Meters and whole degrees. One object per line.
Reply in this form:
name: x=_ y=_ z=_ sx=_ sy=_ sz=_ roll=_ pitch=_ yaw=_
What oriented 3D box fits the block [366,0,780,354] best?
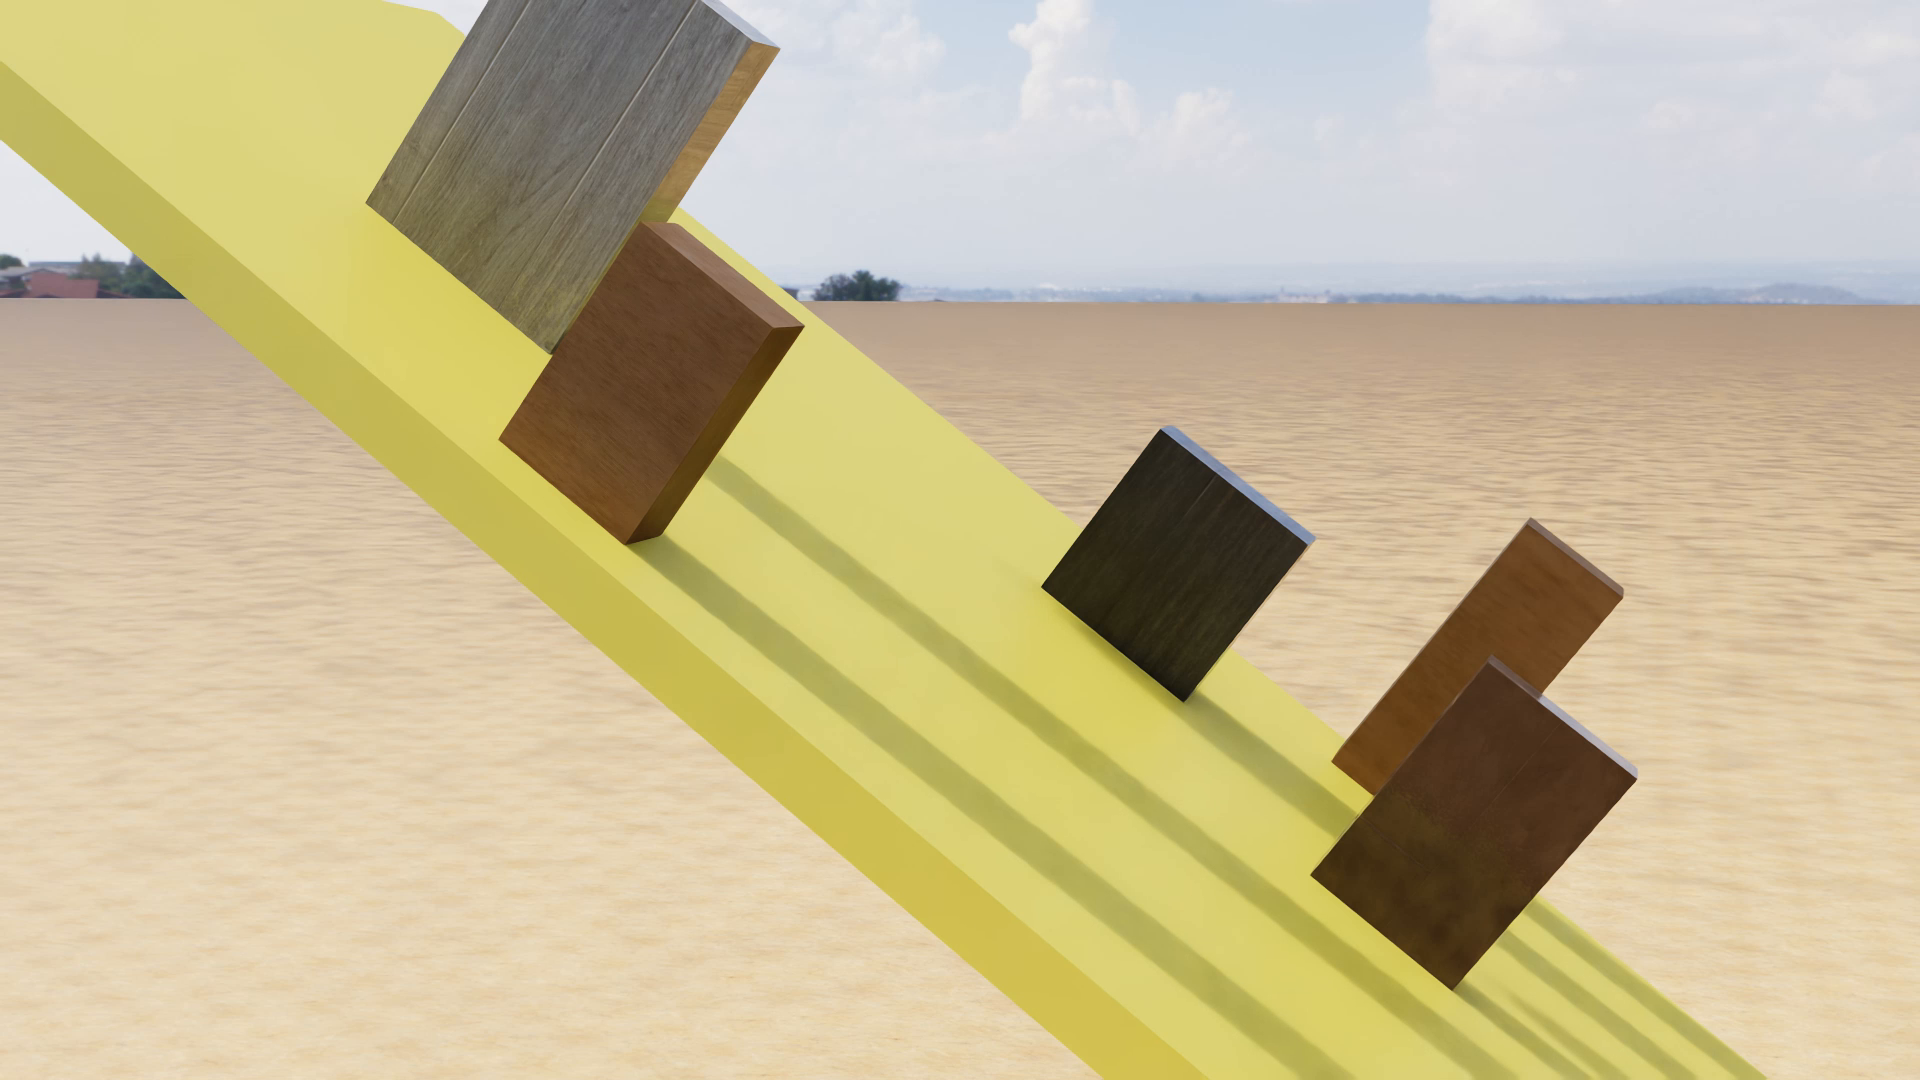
block: x=-0.669 y=-0.708 z=3.767 sx=0.435 sy=0.641 sz=0.122 roll=39 pitch=16 yaw=9

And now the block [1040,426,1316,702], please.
block: x=0.434 y=0.045 z=4.382 sx=0.366 sy=0.403 sz=0.121 roll=39 pitch=16 yaw=9

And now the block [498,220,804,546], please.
block: x=-0.462 y=-0.235 z=3.288 sx=0.256 sy=0.403 sz=0.129 roll=39 pitch=16 yaw=9

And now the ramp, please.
ramp: x=-0.057 y=0.118 z=4.066 sx=4.000 sy=0.100 sz=2.000 roll=39 pitch=16 yaw=9

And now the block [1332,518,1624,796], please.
block: x=1.082 y=0.285 z=4.610 sx=0.240 sy=0.648 sz=0.141 roll=39 pitch=16 yaw=9

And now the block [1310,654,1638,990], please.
block: x=0.904 y=0.500 z=3.886 sx=0.317 sy=0.503 sz=0.086 roll=39 pitch=16 yaw=9
